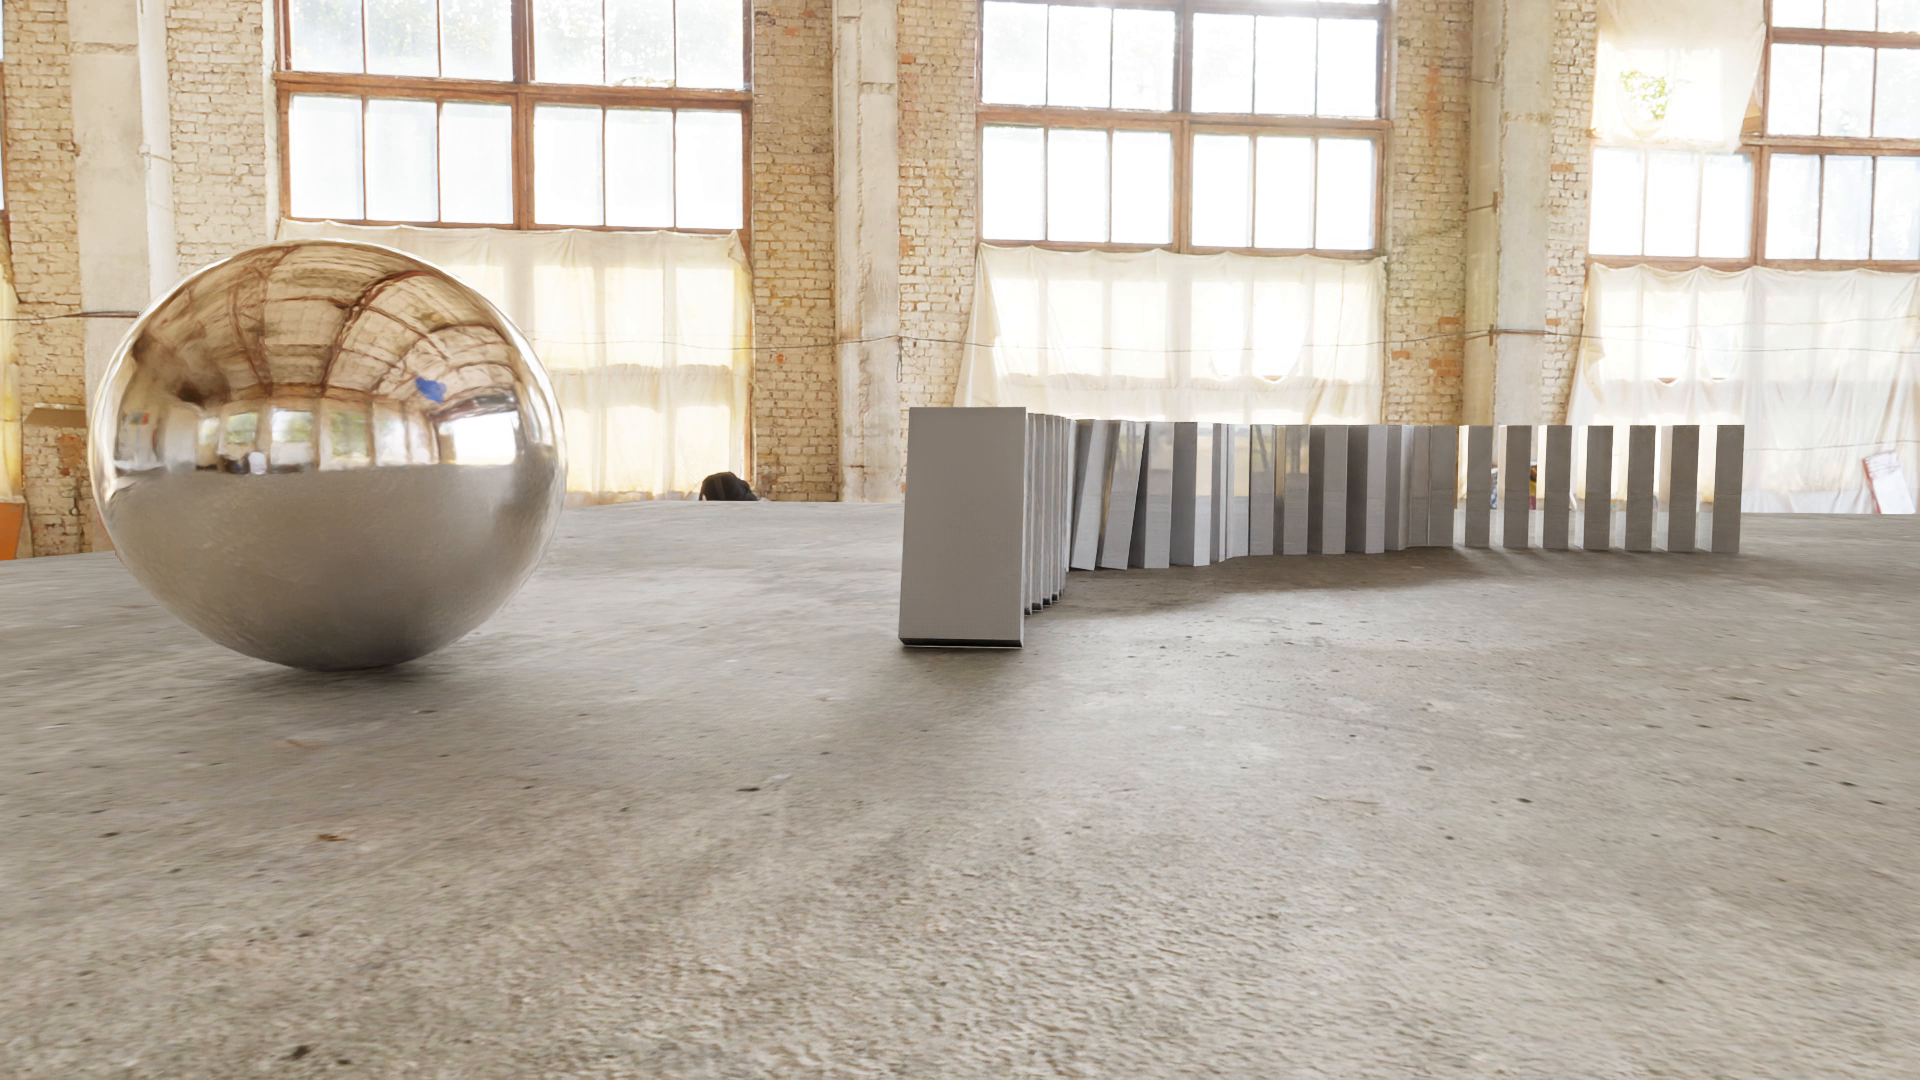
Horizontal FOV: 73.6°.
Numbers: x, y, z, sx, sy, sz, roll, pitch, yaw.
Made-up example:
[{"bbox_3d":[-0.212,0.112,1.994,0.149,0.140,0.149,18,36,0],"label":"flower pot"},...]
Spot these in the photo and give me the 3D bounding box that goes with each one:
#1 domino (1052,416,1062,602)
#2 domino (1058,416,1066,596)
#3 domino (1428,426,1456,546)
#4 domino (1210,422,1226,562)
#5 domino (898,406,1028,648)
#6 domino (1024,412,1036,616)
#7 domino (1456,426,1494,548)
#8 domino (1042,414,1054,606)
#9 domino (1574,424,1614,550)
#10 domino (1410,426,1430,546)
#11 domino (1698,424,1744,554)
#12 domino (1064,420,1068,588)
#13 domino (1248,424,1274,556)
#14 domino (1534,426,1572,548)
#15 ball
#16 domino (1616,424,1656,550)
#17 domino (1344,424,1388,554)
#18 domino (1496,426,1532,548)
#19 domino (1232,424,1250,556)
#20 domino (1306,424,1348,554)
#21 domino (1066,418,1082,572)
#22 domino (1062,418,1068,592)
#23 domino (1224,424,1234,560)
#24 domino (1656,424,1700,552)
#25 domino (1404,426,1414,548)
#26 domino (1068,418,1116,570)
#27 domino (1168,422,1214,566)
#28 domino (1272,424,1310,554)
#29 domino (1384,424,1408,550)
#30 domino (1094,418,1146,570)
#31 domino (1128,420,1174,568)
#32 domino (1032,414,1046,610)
[{"bbox_3d":[0.015,-0.009,0.350,0.025,0.050,0.009,0,-15,6],"label":"domino"},{"bbox_3d":[0.017,-0.010,0.360,0.025,0.050,0.009,0,-15,6],"label":"domino"},{"bbox_3d":[0.201,-0.023,0.543,0.010,0.050,0.025,1,4,8],"label":"domino"},{"bbox_3d":[0.083,-0.018,0.468,0.025,0.050,0.009,2,5,23],"label":"domino"},{"bbox_3d":[0.001,-0.003,0.271,0.025,0.050,0.010,0,-15,6],"label":"domino"},{"bbox_3d":[0.006,-0.007,0.321,0.025,0.050,0.009,0,-15,6],"label":"domino"},{"bbox_3d":[0.216,-0.023,0.540,0.009,0.050,0.025,1,4,14],"label":"domino"},{"bbox_3d":[0.012,-0.008,0.340,0.025,0.050,0.009,0,-15,6],"label":"domino"},{"bbox_3d":[0.260,-0.022,0.527,0.010,0.050,0.025,1,5,18],"label":"domino"},{"bbox_3d":[0.187,-0.023,0.543,0.009,0.050,0.025,-1,4,-17],"label":"domino"},{"bbox_3d":[0.303,-0.021,0.512,0.010,0.050,0.025,1,5,19],"label":"domino"},{"bbox_3d":[0.019,-0.011,0.383,0.025,0.050,0.010,0,-21,6],"label":"domino"},{"bbox_3d":[0.112,-0.020,0.500,0.010,0.050,0.025,-1,4,-15],"label":"domino"},{"bbox_3d":[0.246,-0.022,0.531,0.009,0.050,0.025,1,5,18],"label":"domino"},{"bbox_3d":[-0.115,-0.016,0.240,0.080,0.080,0.080,0,4,0],"label":"ball"},{"bbox_3d":[0.275,-0.022,0.522,0.009,0.050,0.025,1,5,19],"label":"domino"},{"bbox_3d":[0.156,-0.021,0.510,0.009,0.050,0.025,-2,5,-26],"label":"domino"},{"bbox_3d":[0.231,-0.023,0.536,0.009,0.050,0.025,1,4,16],"label":"domino"},{"bbox_3d":[0.098,-0.019,0.494,0.010,0.050,0.025,-4,6,-39],"label":"domino"},{"bbox_3d":[0.142,-0.020,0.506,0.009,0.050,0.025,-1,4,-11],"label":"domino"},{"bbox_3d":[0.025,-0.015,0.431,0.025,0.050,0.010,2,-8,27],"label":"domino"},{"bbox_3d":[0.018,-0.010,0.371,0.025,0.050,0.009,0,-16,6],"label":"domino"},{"bbox_3d":[0.089,-0.019,0.482,0.025,0.050,0.009,2,5,25],"label":"domino"},{"bbox_3d":[0.289,-0.021,0.517,0.009,0.050,0.025,2,5,19],"label":"domino"},{"bbox_3d":[0.174,-0.022,0.533,0.025,0.050,0.009,4,6,41],"label":"domino"},{"bbox_3d":[0.038,-0.016,0.440,0.009,0.050,0.025,9,-2,-33],"label":"domino"},{"bbox_3d":[0.076,-0.017,0.455,0.025,0.050,0.009,4,5,45],"label":"domino"},{"bbox_3d":[0.127,-0.020,0.503,0.009,0.050,0.025,-1,4,-9],"label":"domino"},{"bbox_3d":[0.167,-0.022,0.521,0.025,0.050,0.010,3,5,33],"label":"domino"},{"bbox_3d":[0.051,-0.016,0.444,0.009,0.050,0.025,7,2,-19],"label":"domino"},{"bbox_3d":[0.063,-0.016,0.447,0.009,0.050,0.025,0,4,-21],"label":"domino"},{"bbox_3d":[0.009,-0.007,0.331,0.025,0.050,0.009,0,-15,6],"label":"domino"}]
